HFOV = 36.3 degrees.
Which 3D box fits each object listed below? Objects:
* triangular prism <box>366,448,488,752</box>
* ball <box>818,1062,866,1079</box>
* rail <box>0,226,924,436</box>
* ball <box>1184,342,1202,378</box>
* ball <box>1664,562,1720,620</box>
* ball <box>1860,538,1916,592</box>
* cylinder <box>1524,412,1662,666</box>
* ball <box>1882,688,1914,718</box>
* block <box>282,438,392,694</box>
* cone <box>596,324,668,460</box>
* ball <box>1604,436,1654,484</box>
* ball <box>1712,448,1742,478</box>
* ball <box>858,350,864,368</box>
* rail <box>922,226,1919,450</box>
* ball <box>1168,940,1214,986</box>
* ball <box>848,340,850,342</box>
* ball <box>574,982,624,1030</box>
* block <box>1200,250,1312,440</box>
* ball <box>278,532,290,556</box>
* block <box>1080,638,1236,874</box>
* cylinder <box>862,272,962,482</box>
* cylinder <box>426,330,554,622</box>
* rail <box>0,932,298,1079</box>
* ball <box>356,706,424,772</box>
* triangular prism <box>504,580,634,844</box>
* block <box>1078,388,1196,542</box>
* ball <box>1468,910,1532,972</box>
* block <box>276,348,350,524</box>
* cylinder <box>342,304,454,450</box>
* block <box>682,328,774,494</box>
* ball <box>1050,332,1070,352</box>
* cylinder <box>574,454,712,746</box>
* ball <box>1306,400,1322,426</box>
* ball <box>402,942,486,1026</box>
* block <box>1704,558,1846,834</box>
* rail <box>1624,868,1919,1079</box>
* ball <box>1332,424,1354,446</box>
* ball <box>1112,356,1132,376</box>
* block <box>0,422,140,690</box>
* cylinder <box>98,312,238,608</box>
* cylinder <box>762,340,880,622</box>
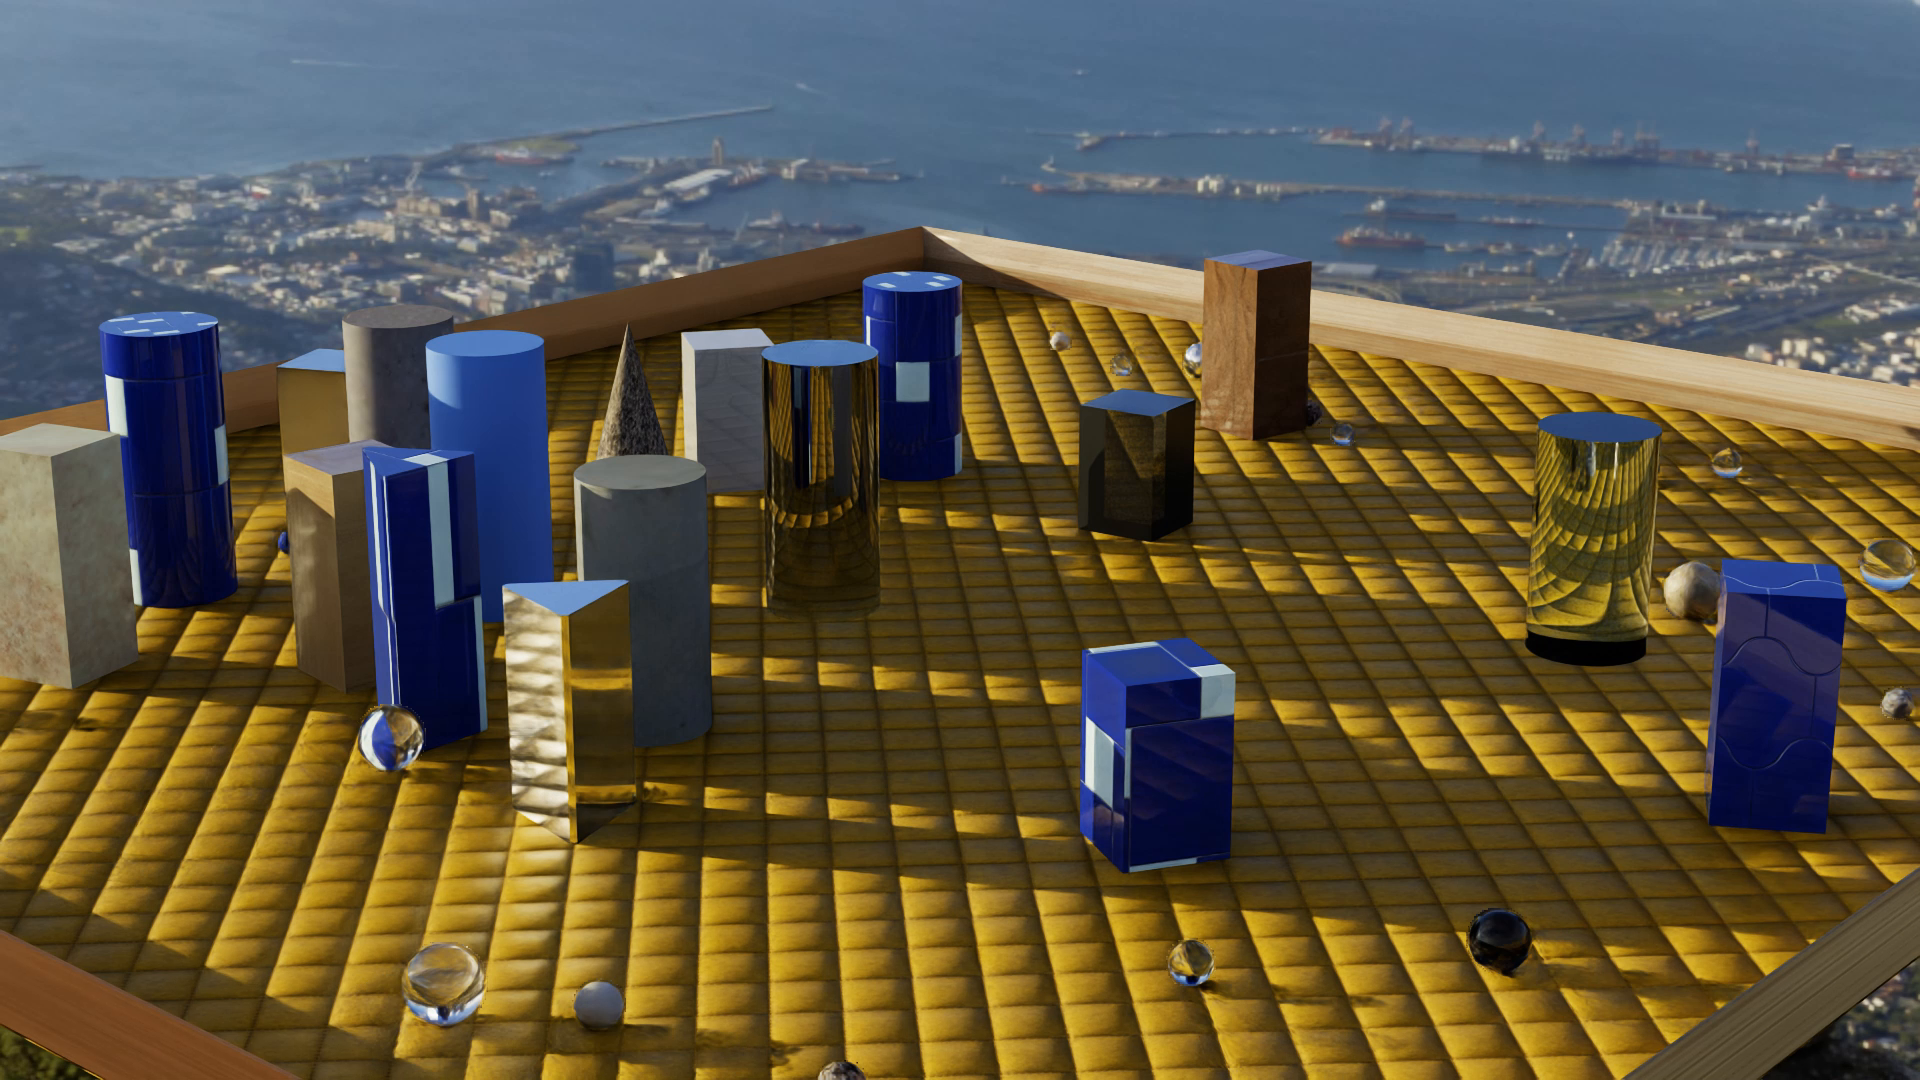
[{"bbox_3d":[-0.836,0.084,4.415,0.148,0.438,0.171,14,22,38],"label":"triangular prism"},{"bbox_3d":[-0.134,0.617,3.305,0.058,0.058,0.058,0,17,0],"label":"ball"},{"bbox_3d":[-1.415,-0.322,6.296,0.045,0.129,4.066,14,22,39],"label":"rail"},{"bbox_3d":[0.548,-0.408,6.669,0.081,0.081,0.081,0,17,0],"label":"ball"},{"bbox_3d":[1.249,0.087,4.992,0.099,0.099,0.099,0,17,0],"label":"ball"},{"bbox_3d":[1.627,0.044,5.144,0.093,0.093,0.093,0,17,0],"label":"ball"},{"bbox_3d":[1.037,-0.003,4.811,0.198,0.377,0.198,0,17,0],"label":"cylinder"},{"bbox_3d":[1.451,0.253,4.533,0.047,0.047,0.047,0,17,0],"label":"ball"},{"bbox_3d":[-0.964,0.040,4.700,0.158,0.359,0.158,-14,22,-38],"label":"block"},{"bbox_3d":[-0.624,-0.231,5.568,0.198,0.376,0.198,0,17,0],"label":"cone"},{"bbox_3d":[1.326,-0.159,5.815,0.096,0.096,0.096,0,17,0],"label":"ball"},{"bbox_3d":[1.533,-0.153,5.858,0.059,0.059,0.059,0,17,0],"label":"ball"},{"bbox_3d":[-0.234,-0.418,6.764,0.045,0.045,0.045,0,17,0],"label":"ball"},{"bbox_3d":[1.317,-0.405,6.572,3.796,0.129,0.045,14,22,39],"label":"rail"},{"bbox_3d":[0.285,0.523,3.621,0.056,0.056,0.056,0,17,0],"label":"ball"},{"bbox_3d":[-0.264,-0.419,6.711,0.076,0.076,0.076,0,17,0],"label":"ball"},{"bbox_3d":[-0.431,0.557,3.504,0.058,0.058,0.058,0,17,0],"label":"ball"},{"bbox_3d":[0.625,-0.414,6.197,0.158,0.363,0.158,-13,21,-37],"label":"block"},{"bbox_3d":[-1.224,0.005,5.357,0.045,0.045,0.045,0,17,0],"label":"ball"},{"bbox_3d":[0.269,0.293,4.017,0.158,0.268,0.158,-6,18,-19],"label":"block"},{"bbox_3d":[-0.095,-0.330,5.881,0.198,0.385,0.198,0,17,0],"label":"cylinder"},{"bbox_3d":[-0.802,-0.110,5.015,0.198,0.464,0.198,0,17,0],"label":"cylinder"},{"bbox_3d":[-1.317,0.470,3.667,3.796,0.129,0.045,14,22,39],"label":"rail"},{"bbox_3d":[-0.836,0.291,4.305,0.096,0.096,0.096,0,17,0],"label":"ball"},{"bbox_3d":[-0.526,0.229,4.117,0.148,0.333,0.171,-12,21,-35],"label":"triangular prism"},{"bbox_3d":[0.332,-0.142,5.509,0.158,0.240,0.158,11,20,32],"label":"block"},{"bbox_3d":[0.674,0.500,3.658,0.078,0.078,0.078,0,17,0],"label":"ball"},{"bbox_3d":[-1.175,-0.192,5.559,0.158,0.306,0.158,5,18,17],"label":"block"},{"bbox_3d":[-1.017,-0.199,5.366,0.198,0.430,0.198,0,17,0],"label":"cylinder"},{"bbox_3d":[-0.456,-0.256,5.802,0.158,0.289,0.158,-4,17,-14],"label":"block"},{"bbox_3d":[0.236,-0.469,6.930,0.045,0.045,0.045,0,17,0],"label":"ball"},{"bbox_3d":[-0.480,0.090,4.454,0.198,0.403,0.198,0,17,0],"label":"cylinder"},{"bbox_3d":[0.745,-0.271,6.260,0.053,0.053,0.053,0,17,0],"label":"ball"},{"bbox_3d":[-0.619,0.533,3.513,0.099,0.099,0.099,0,17,0],"label":"ball"},{"bbox_3d":[1.146,0.218,4.131,0.158,0.345,0.158,3,17,11],"label":"block"},{"bbox_3d":[1.415,0.387,3.943,0.045,0.129,4.066,14,22,39],"label":"rail"},{"bbox_3d":[0.798,-0.219,6.102,0.046,0.046,0.046,0,17,0],"label":"ball"},{"bbox_3d":[0.370,-0.398,6.695,0.045,0.045,0.045,0,17,0],"label":"ball"},{"bbox_3d":[-1.450,0.024,4.710,0.158,0.383,0.158,8,18,24],"label":"block"},{"bbox_3d":[-1.372,-0.141,5.088,0.198,0.480,0.198,0,17,0],"label":"cylinder"},{"bbox_3d":[-0.237,-0.102,5.017,0.198,0.447,0.198,0,17,0],"label":"cylinder"}]
